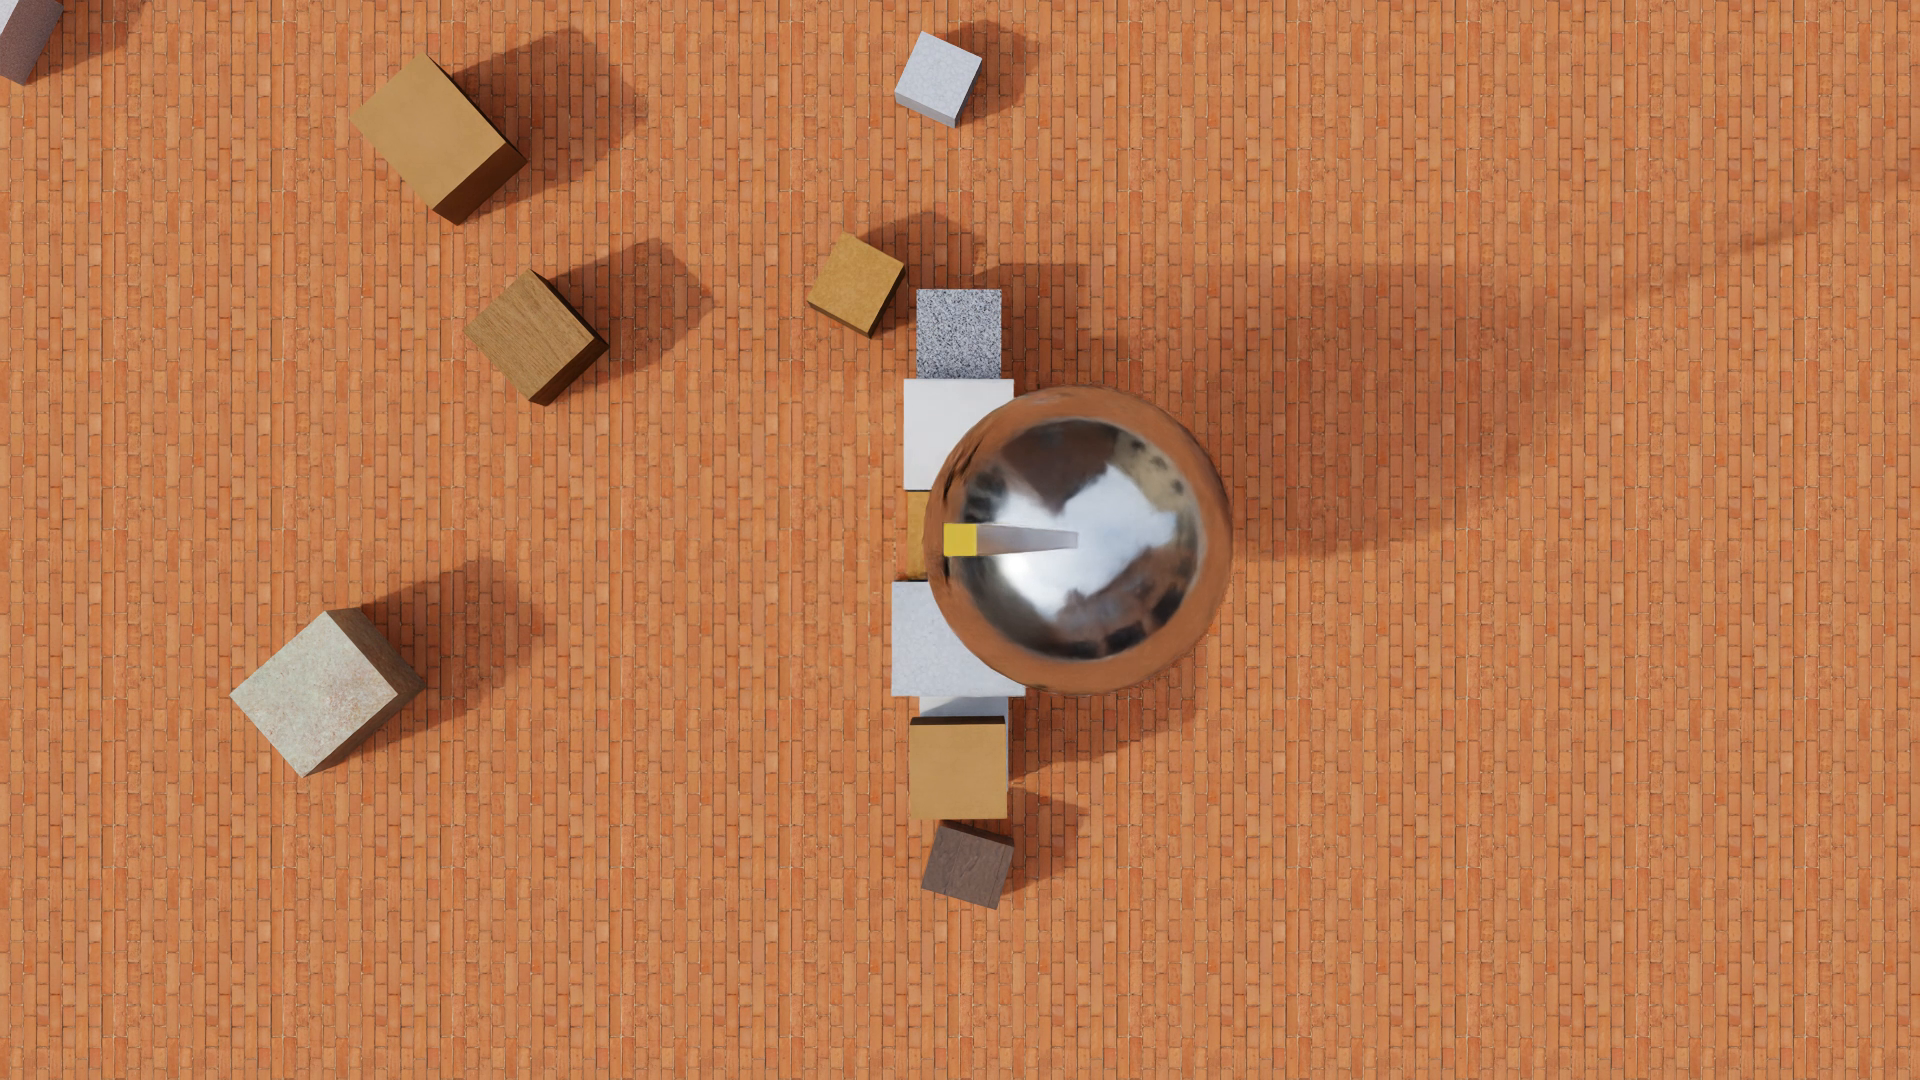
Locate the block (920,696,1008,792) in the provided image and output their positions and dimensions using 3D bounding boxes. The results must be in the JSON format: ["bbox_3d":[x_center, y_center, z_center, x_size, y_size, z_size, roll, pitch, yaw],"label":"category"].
[{"bbox_3d":[0.023,1.160,12.776,0.507,0.449,0.550,0,90,0],"label":"block"}]

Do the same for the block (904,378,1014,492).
[{"bbox_3d":[-0.006,-0.594,12.676,0.619,0.649,0.623,0,90,0],"label":"block"}]

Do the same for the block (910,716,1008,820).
[{"bbox_3d":[-0.009,1.263,12.260,0.524,0.583,0.514,-1,90,0],"label":"block"}]

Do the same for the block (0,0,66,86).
[{"bbox_3d":[-5.652,-3.044,12.734,0.541,0.531,0.532,28,90,0],"label":"block"}]

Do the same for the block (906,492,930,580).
[{"bbox_3d":[-0.010,-0.026,12.725,0.580,0.551,0.495,0,90,0],"label":"block"}]

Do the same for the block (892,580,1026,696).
[{"bbox_3d":[-0.007,0.551,12.626,0.749,0.747,0.637,0,90,0],"label":"block"}]

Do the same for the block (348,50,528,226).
[{"bbox_3d":[-2.994,-2.302,12.675,0.565,0.649,0.696,-42,90,0],"label":"block"}]

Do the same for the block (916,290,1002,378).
[{"bbox_3d":[-0.006,-1.174,12.777,0.482,0.446,0.514,0,90,0],"label":"block"}]

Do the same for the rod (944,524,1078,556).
[{"bbox_3d":[0.262,0.000,7.919,0.080,5.200,0.080,0,90,6],"label":"rod"}]

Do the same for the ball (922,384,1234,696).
[{"bbox_3d":[0.604,0.000,11.301,1.600,1.600,1.600,0,90,0],"label":"ball"}]

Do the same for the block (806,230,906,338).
[{"bbox_3d":[-0.600,-1.476,12.786,0.398,0.428,0.447,28,90,0],"label":"block"}]

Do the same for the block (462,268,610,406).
[{"bbox_3d":[-2.441,-1.163,12.716,0.518,0.568,0.544,-43,90,0],"label":"block"}]

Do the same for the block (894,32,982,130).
[{"bbox_3d":[-0.125,-2.682,12.838,0.383,0.324,0.383,24,90,0],"label":"block"}]

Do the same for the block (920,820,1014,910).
[{"bbox_3d":[0.045,1.880,12.806,0.454,0.387,0.376,16,90,0],"label":"block"}]

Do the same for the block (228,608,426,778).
[{"bbox_3d":[-3.622,0.866,12.658,0.715,0.683,0.622,-41,90,0],"label":"block"}]
